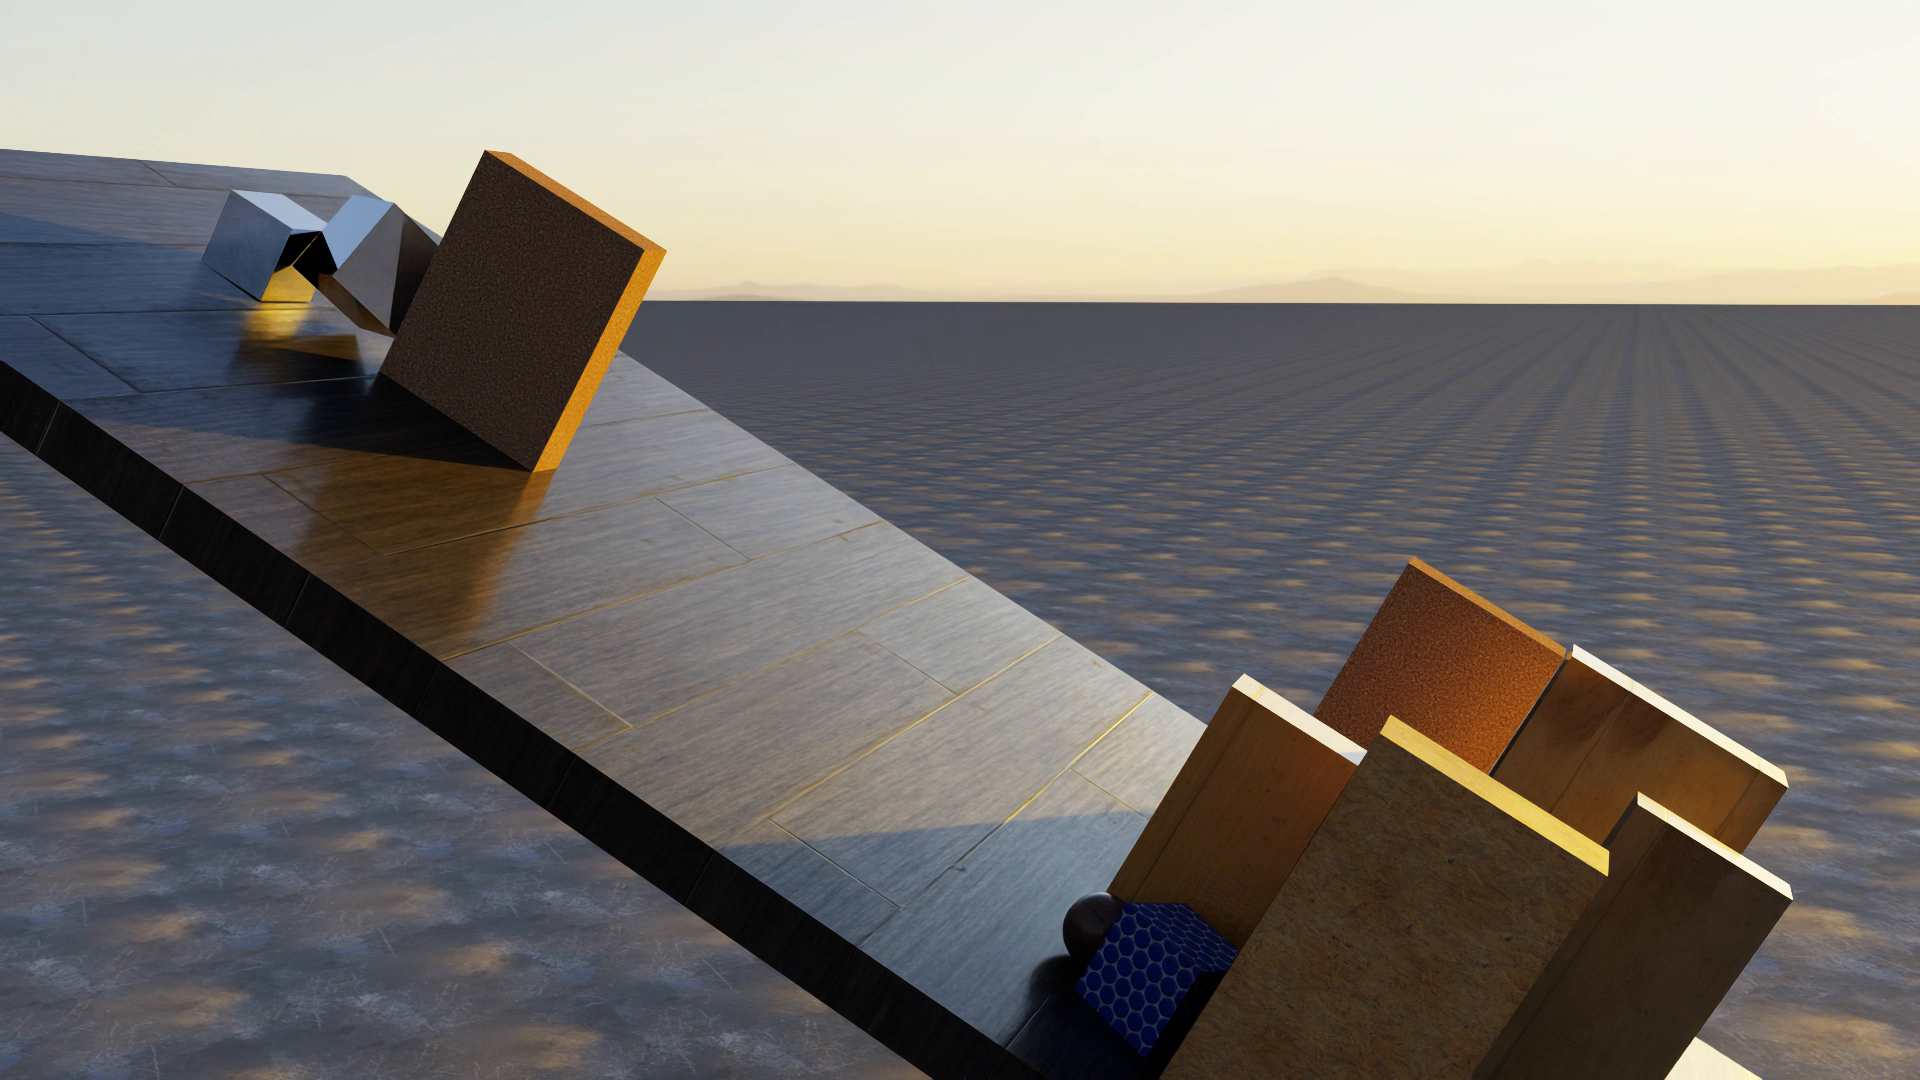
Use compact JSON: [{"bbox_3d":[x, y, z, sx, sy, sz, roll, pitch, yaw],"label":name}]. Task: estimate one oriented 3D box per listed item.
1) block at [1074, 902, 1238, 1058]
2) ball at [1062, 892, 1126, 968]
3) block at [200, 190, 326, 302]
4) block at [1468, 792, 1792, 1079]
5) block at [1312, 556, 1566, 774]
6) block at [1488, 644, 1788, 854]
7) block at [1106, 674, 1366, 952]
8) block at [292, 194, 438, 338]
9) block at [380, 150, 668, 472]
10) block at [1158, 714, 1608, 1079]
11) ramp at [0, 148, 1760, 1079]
[{"bbox_3d":[0.312,0.665,3.335,0.162,0.162,0.162,12,23,-50],"label":"block"},{"bbox_3d":[0.220,0.610,3.428,0.120,0.120,0.120,0,7,0],"label":"ball"},{"bbox_3d":[-1.360,-0.580,4.344,0.158,0.158,0.158,32,15,14],"label":"block"},{"bbox_3d":[1.022,0.740,3.501,0.266,0.631,0.089,32,15,11],"label":"block"},{"bbox_3d":[0.874,0.398,4.359,0.342,0.639,0.107,32,15,11],"label":"block"},{"bbox_3d":[1.089,0.603,3.939,0.418,0.708,0.125,32,15,11],"label":"block"},{"bbox_3d":[0.463,0.518,3.463,0.351,0.491,0.110,32,15,11],"label":"block"},{"bbox_3d":[-1.143,-0.535,4.307,0.187,0.187,0.187,17,-24,48],"label":"block"},{"bbox_3d":[-0.840,-0.438,4.213,0.377,0.483,0.100,32,15,11],"label":"block"},{"bbox_3d":[0.594,0.613,3.126,0.353,0.623,0.134,32,15,11],"label":"block"},{"bbox_3d":[-0.185,0.305,4.128,4.000,0.100,2.000,32,15,11],"label":"ramp"}]
